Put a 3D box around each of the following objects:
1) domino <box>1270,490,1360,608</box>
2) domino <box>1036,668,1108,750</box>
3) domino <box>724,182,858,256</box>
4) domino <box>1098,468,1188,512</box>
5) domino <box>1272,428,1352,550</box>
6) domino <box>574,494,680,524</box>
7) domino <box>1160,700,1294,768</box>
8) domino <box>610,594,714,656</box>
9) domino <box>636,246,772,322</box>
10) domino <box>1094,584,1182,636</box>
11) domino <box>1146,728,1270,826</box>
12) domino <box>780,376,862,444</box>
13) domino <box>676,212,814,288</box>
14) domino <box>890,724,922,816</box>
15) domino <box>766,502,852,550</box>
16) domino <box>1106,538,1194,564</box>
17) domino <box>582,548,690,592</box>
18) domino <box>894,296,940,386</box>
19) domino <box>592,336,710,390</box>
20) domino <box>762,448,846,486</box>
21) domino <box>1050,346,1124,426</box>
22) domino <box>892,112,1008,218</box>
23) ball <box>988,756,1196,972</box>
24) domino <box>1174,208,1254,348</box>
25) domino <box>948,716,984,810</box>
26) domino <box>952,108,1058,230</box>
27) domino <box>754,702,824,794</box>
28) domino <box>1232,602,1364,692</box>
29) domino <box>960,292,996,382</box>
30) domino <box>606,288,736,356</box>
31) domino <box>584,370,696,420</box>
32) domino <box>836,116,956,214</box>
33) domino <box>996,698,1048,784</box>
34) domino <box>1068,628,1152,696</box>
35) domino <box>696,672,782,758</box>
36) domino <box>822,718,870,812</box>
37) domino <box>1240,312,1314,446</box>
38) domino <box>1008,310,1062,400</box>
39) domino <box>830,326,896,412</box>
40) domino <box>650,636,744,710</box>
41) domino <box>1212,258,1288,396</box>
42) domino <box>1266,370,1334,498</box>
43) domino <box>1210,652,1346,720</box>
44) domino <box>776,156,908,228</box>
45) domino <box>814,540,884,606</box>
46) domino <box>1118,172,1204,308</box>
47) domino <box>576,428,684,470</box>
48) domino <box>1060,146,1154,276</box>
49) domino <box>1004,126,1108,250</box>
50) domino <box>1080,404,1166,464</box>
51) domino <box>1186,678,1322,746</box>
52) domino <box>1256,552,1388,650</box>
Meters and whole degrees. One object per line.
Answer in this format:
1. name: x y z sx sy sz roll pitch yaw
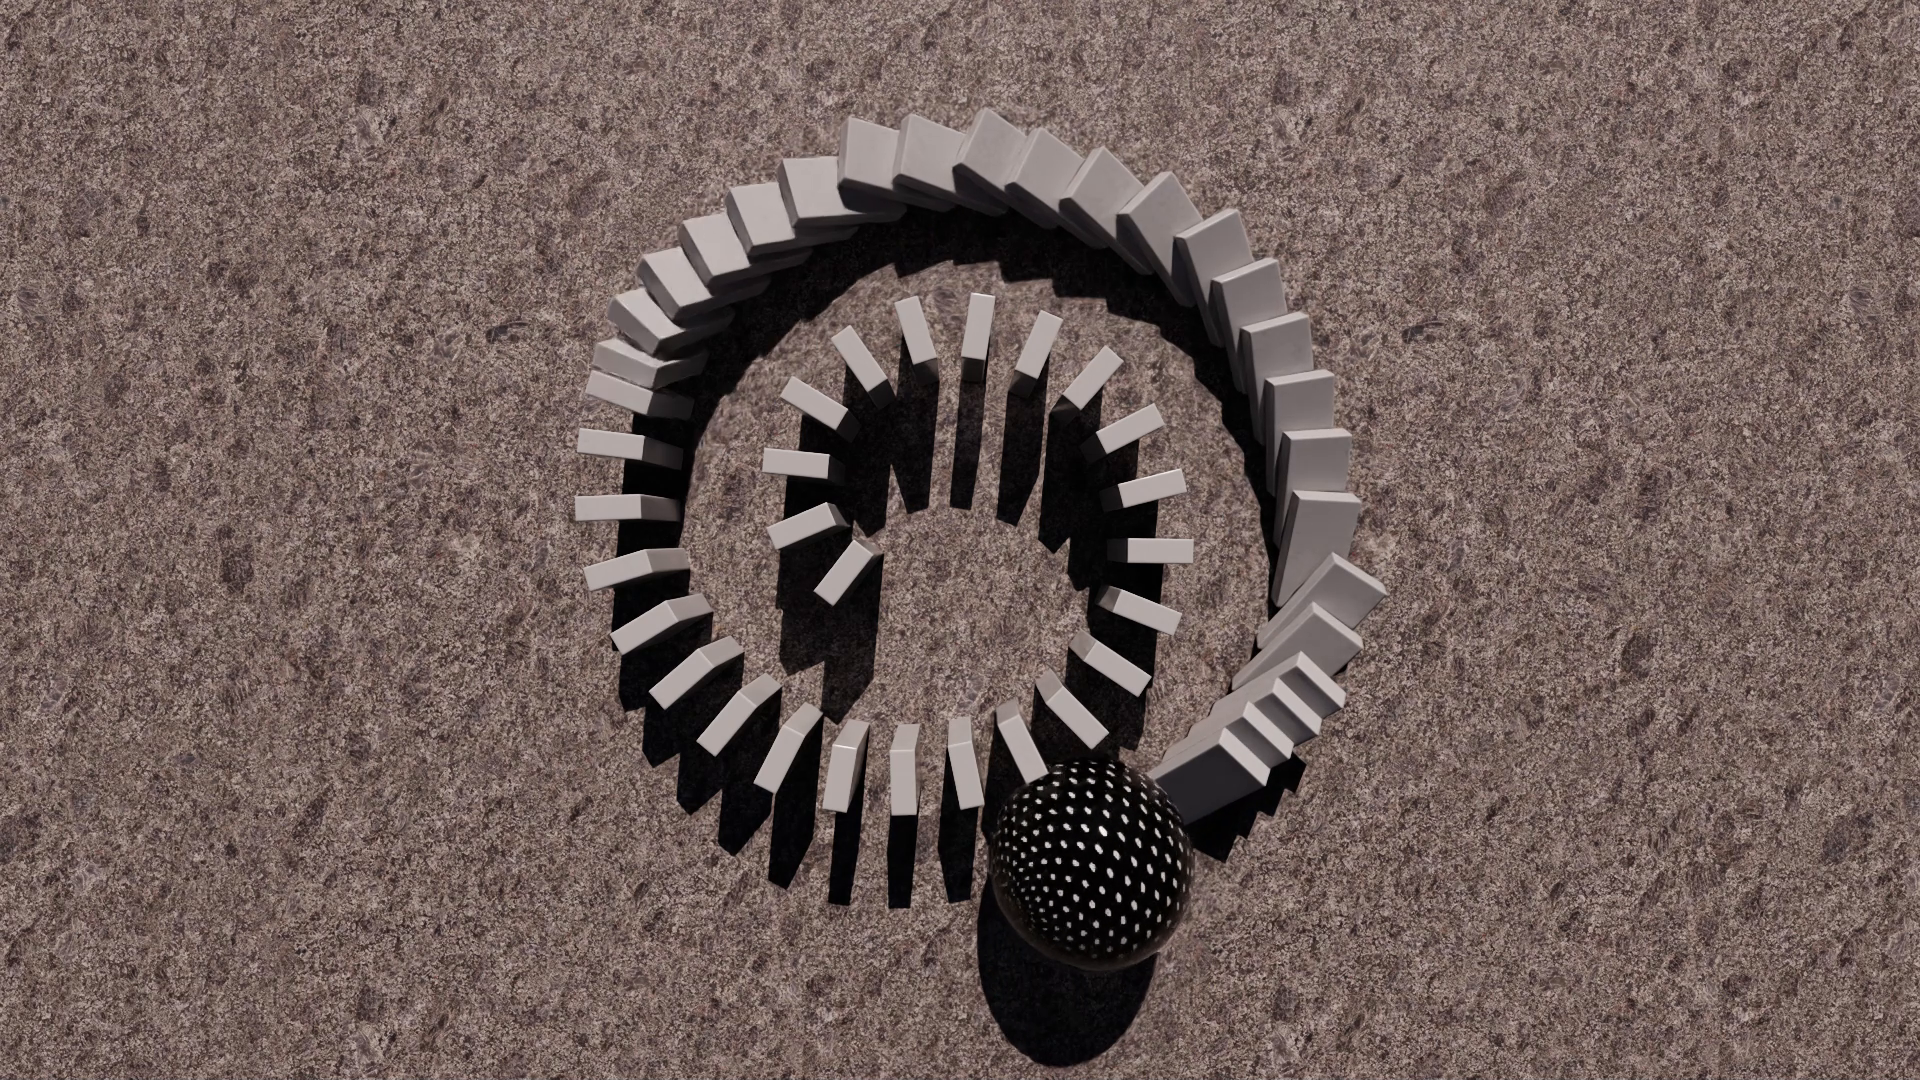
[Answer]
1. domino: 0.149 0.005 0.386 0.025 0.009 0.050 3 114 0
2. domino: 0.045 0.068 0.375 0.009 0.050 0.025 -45 90 0
3. domino: -0.070 -0.136 0.383 0.050 0.009 0.025 -23 90 -32
4. domino: 0.074 -0.020 0.375 0.025 0.050 0.009 -14 90 0
5. domino: 0.148 -0.021 0.385 0.025 0.009 0.050 -4 114 0
6. domino: -0.135 -0.012 0.375 0.025 0.050 0.009 -2 90 0
7. domino: 0.110 0.089 0.380 0.025 0.009 0.050 43 132 0
8. domino: -0.121 0.034 0.375 0.025 0.050 0.009 -31 90 0
9. domino: -0.105 -0.109 0.379 0.025 0.050 0.010 54 135 0
10. domino: 0.072 0.028 0.375 0.025 0.050 0.010 22 90 0
11. domino: 0.100 0.099 0.380 0.025 0.009 0.050 43 132 0
12. domino: -0.056 -0.052 0.375 0.025 0.050 0.009 31 90 0
13. domino: -0.089 -0.123 0.381 0.050 0.009 0.025 -29 90 -38
14. domino: -0.022 0.093 0.375 0.010 0.050 0.025 -2 90 0
15. domino: -0.061 -0.005 0.375 0.025 0.050 0.009 -23 90 0
16. domino: 0.077 0.004 0.375 0.025 0.050 0.010 1 90 0
17. domino: -0.131 0.012 0.375 0.025 0.050 0.010 -17 90 0
18. domino: -0.017 -0.080 0.375 0.010 0.050 0.025 -17 90 0
19. domino: -0.125 -0.075 0.375 0.025 0.050 0.009 23 111 0
20. domino: -0.063 -0.029 0.375 0.025 0.050 0.010 6 90 0
21. domino: 0.051 -0.062 0.375 0.010 0.050 0.025 41 90 0
22. domino: -0.002 -0.156 0.385 0.050 0.009 0.025 10 90 -26
23. ball: 0.051 0.126 0.360 0.080 0.080 0.080 0 90 0
24. domino: 0.111 -0.109 0.385 0.025 0.010 0.050 -28 115 0
25. domino: 0.002 0.090 0.375 0.009 0.050 0.025 -12 90 0
26. domino: 0.024 -0.155 0.385 0.050 0.010 0.025 25 90 -25
27. domino: -0.069 0.084 0.375 0.010 0.050 0.025 27 90 0
28. domino: 0.141 0.052 0.384 0.025 0.009 0.050 37 118 0
29. domino: 0.007 -0.082 0.375 0.009 0.050 0.025 9 90 0
30. domino: -0.118 -0.093 0.377 0.025 0.050 0.010 43 124 0
31. domino: -0.129 -0.059 0.375 0.025 0.050 0.010 20 96 0
32. domino: -0.025 -0.157 0.384 0.050 0.009 0.025 4 90 -27
33. domino: 0.025 0.081 0.374 0.010 0.050 0.025 -26 87 0
34. domino: 0.060 0.049 0.375 0.025 0.050 0.010 34 90 0
35. domino: -0.089 0.070 0.375 0.009 0.050 0.025 40 90 0
36. domino: -0.046 0.091 0.375 0.009 0.050 0.025 10 90 0
37. domino: 0.135 -0.067 0.385 0.025 0.009 0.050 -16 115 0
38. domino: 0.030 -0.075 0.375 0.009 0.050 0.025 24 90 0
39. domino: -0.039 -0.069 0.375 0.009 0.050 0.025 -35 90 0
40. domino: -0.106 0.053 0.375 0.025 0.050 0.009 -41 90 0
41. domino: 0.124 -0.089 0.385 0.025 0.010 0.050 -21 115 0
42. domino: 0.143 -0.044 0.385 0.025 0.009 0.050 -9 115 0
43. domino: 0.131 0.069 0.380 0.025 0.009 0.050 43 132 -1
44. domino: -0.049 -0.146 0.384 0.050 0.009 0.025 -16 90 -29
45. domino: -0.045 0.013 0.375 0.009 0.050 0.025 38 90 0
46. domino: 0.091 -0.126 0.385 0.025 0.010 0.050 -44 115 0
47. domino: -0.134 -0.037 0.375 0.025 0.050 0.010 7 90 0
48. domino: 0.068 -0.137 0.385 0.050 0.010 0.025 34 90 -25
49. domino: 0.046 -0.147 0.385 0.050 0.010 0.025 26 90 -25
50. domino: 0.065 -0.043 0.375 0.025 0.050 0.009 -27 90 0
51. domino: 0.121 0.079 0.380 0.025 0.010 0.050 44 132 -1
52. domino: 0.150 0.032 0.384 0.025 0.009 0.050 32 118 -1
